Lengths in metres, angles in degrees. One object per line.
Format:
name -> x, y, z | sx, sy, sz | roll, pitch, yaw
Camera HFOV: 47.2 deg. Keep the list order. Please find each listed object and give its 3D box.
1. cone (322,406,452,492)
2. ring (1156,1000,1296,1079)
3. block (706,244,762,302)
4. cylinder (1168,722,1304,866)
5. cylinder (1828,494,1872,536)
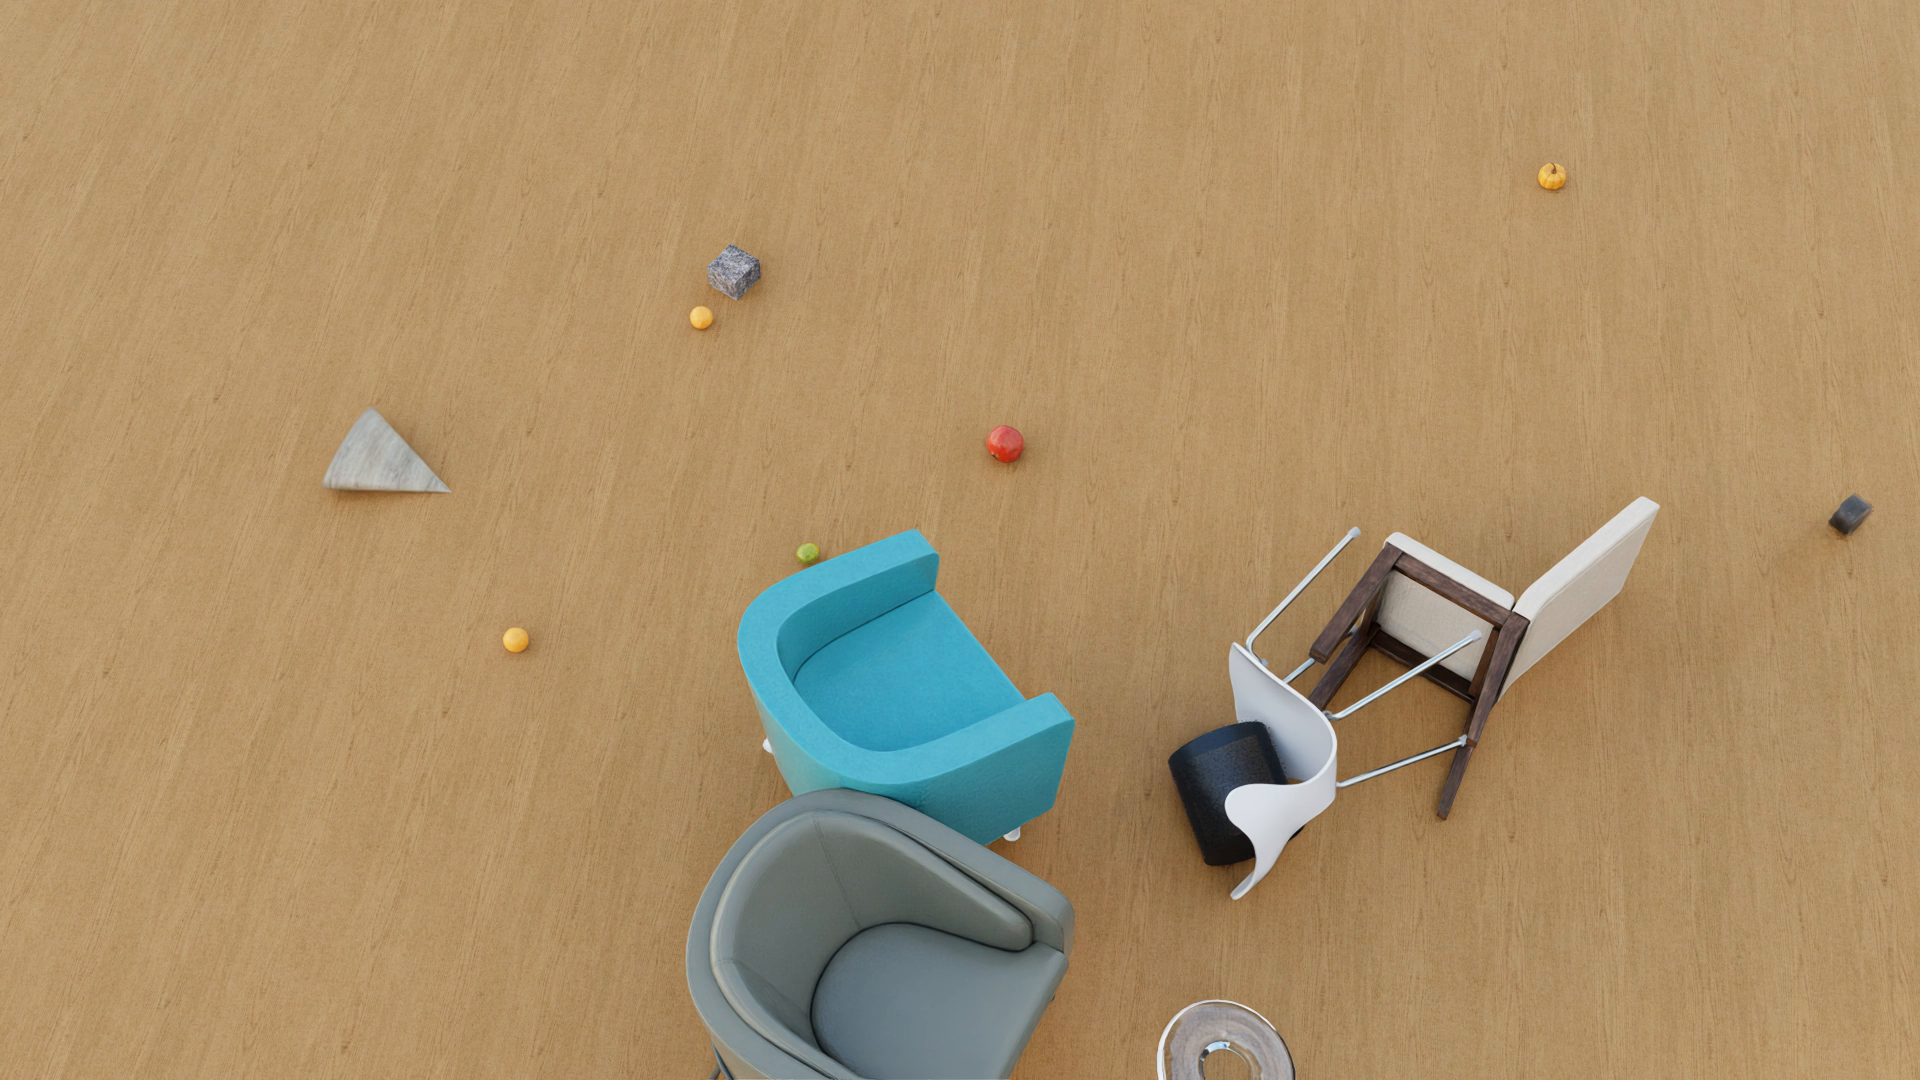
cone -> -1.700, -0.213, 6.678 | 0.351, 0.131, 0.315 | 23, 62, 3
ring -> 0.680, 1.357, 5.605 | 0.348, 0.099, 0.394 | -20, 59, -14
block -> -0.730, -0.865, 7.103 | 0.118, 0.085, 0.124 | 31, 61, 19
cylinder -> 0.750, 0.690, 5.987 | 0.289, 0.191, 0.308 | -23, 57, 7
cylinder -> 2.654, -0.073, 6.556 | 0.113, 0.111, 0.063 | -22, 56, -42
